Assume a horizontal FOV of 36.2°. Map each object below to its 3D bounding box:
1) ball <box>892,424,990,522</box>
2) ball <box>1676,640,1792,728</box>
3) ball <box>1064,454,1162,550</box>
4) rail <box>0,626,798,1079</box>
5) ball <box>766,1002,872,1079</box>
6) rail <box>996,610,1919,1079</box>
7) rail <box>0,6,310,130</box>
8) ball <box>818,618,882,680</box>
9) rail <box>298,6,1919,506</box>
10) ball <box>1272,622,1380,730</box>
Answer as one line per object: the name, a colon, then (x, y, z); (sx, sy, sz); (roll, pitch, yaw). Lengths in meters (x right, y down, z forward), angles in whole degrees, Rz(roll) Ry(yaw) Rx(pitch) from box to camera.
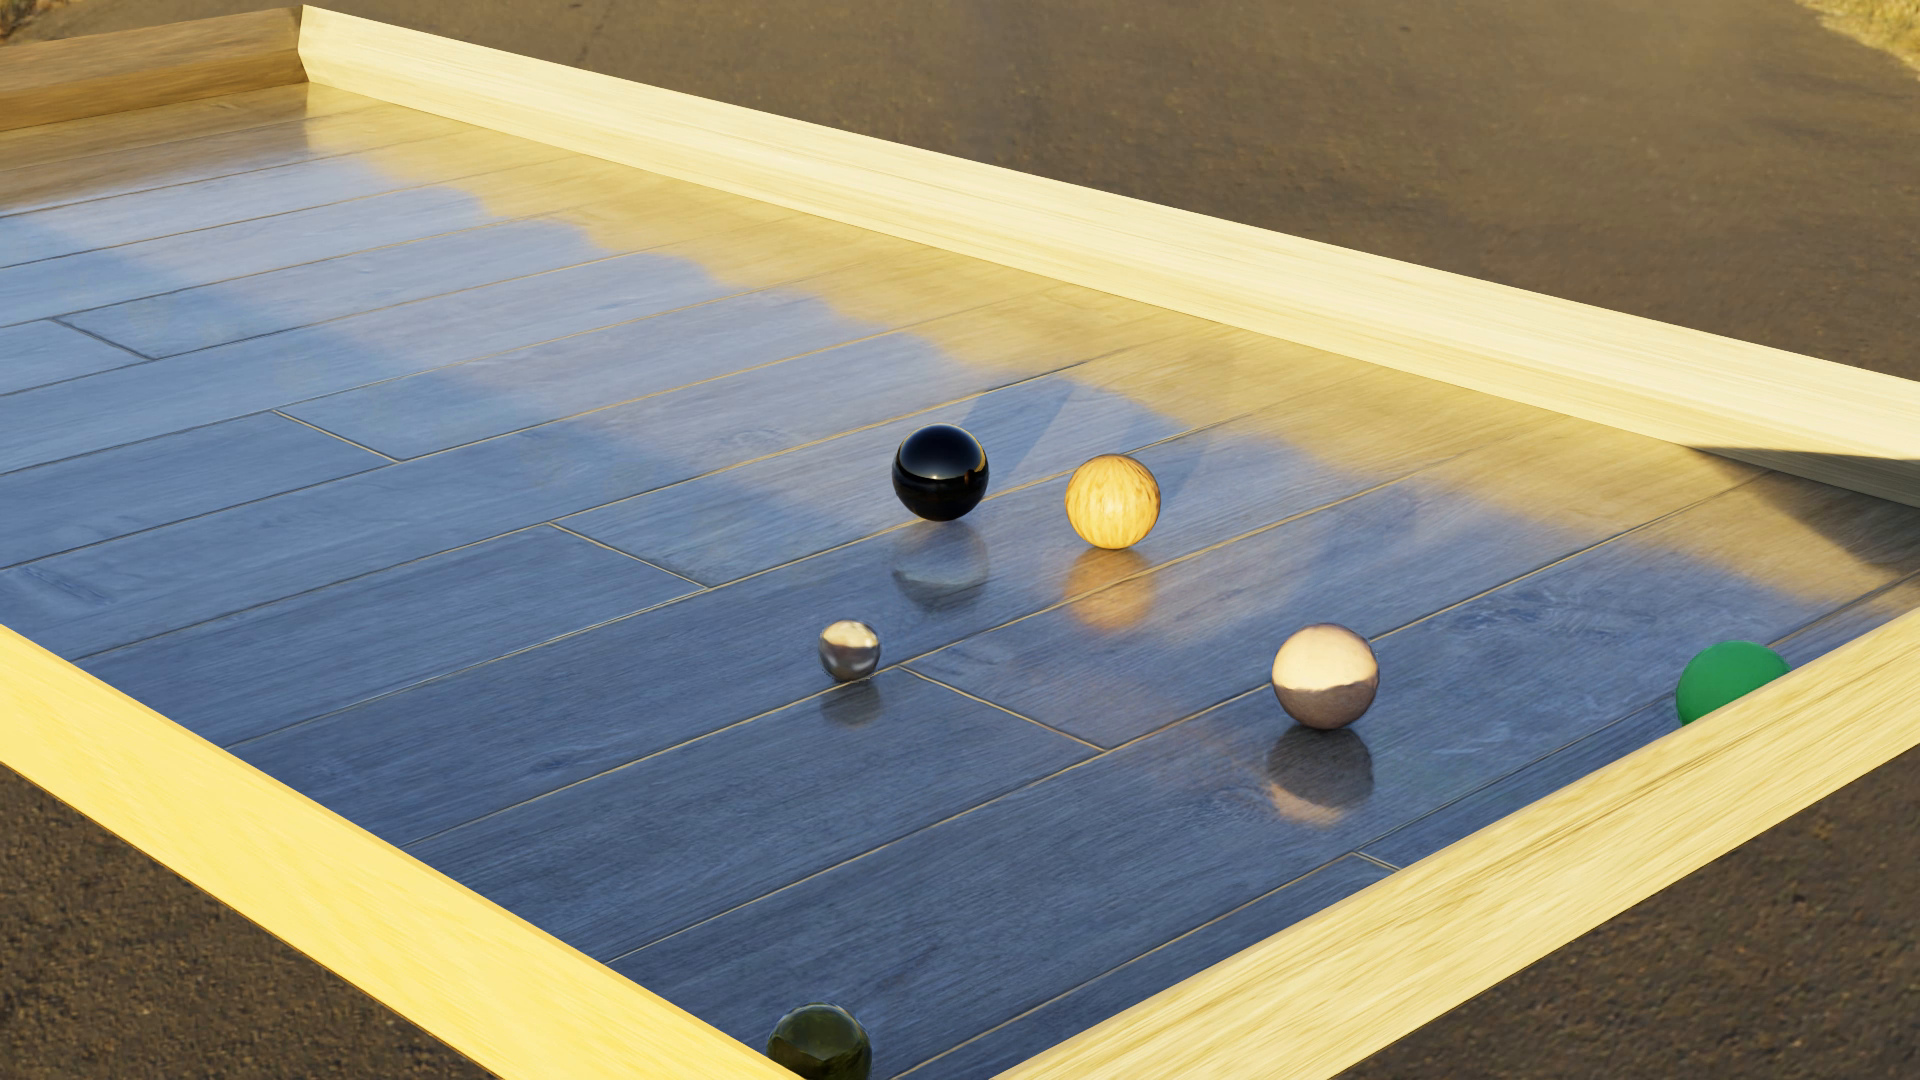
ball: (-0.019, -0.066, 2.861); (0.096, 0.096, 0.096); (0, 20, 0)
ball: (0.619, 0.128, 2.340); (0.096, 0.096, 0.096); (0, 20, 0)
ball: (0.145, -0.037, 2.790); (0.091, 0.091, 0.091); (0, 20, 0)
rail: (-1.132, -0.025, 2.708); (0.045, 0.125, 3.198); (-19, 27, -41)
ball: (-0.089, 0.325, 1.850); (0.067, 0.067, 0.067); (0, 20, 0)
rail: (0.540, 0.174, 2.170); (1.651, 0.125, 0.045); (-19, 27, -41)
rail: (-1.652, -0.614, 4.292); (1.651, 0.125, 0.045); (-19, 27, -41)
ball: (-0.093, 0.093, 2.495); (0.053, 0.053, 0.053); (0, 20, 0)
rail: (0.020, -0.414, 3.754); (0.045, 0.125, 3.198); (-19, 27, -41)
ball: (0.298, 0.111, 2.399); (0.087, 0.087, 0.087); (0, 20, 0)
